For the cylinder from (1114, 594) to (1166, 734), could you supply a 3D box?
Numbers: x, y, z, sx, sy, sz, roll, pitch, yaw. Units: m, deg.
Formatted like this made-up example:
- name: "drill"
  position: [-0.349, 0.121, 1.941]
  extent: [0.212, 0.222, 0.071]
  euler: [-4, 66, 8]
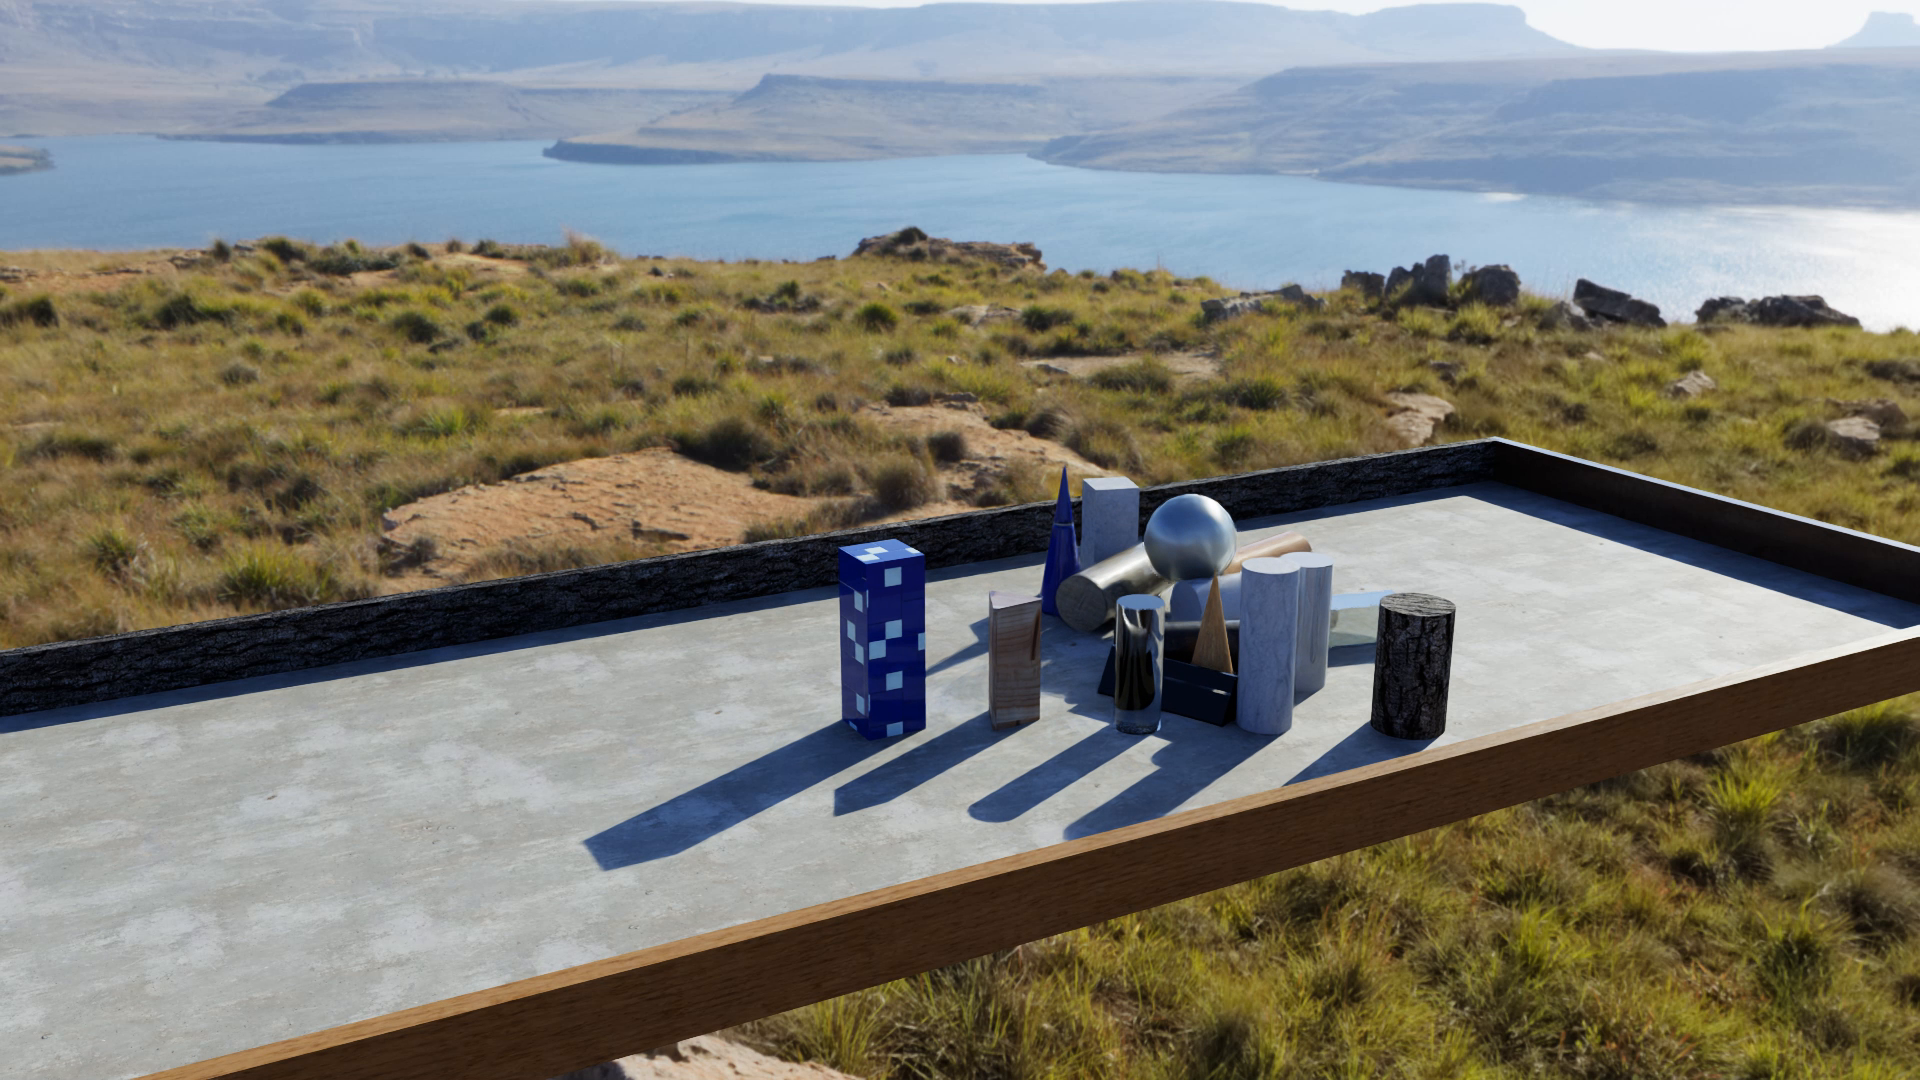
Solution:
- name: "cylinder"
  position: [0.415, 0.289, 3.829]
  extent: [0.112, 0.306, 0.112]
  euler: [0, 16, 0]

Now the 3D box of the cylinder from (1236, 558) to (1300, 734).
- name: "cylinder"
  position: [0.713, 0.245, 3.829]
  extent: [0.131, 0.389, 0.131]
  euler: [-1, 16, 0]

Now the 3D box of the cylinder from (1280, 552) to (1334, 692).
- name: "cylinder"
  position: [0.853, 0.202, 4.097]
  extent: [0.130, 0.321, 0.130]
  euler: [0, 16, 0]

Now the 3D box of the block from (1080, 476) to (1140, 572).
- name: "block"
  position: [0.444, -0.022, 4.893]
  extent: [0.133, 0.302, 0.133]
  euler: [-3, 17, -12]

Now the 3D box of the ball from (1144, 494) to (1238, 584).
- name: "ball"
  position: [0.636, 0.000, 4.543]
  extent: [0.253, 0.253, 0.253]
  euler: [0, 16, 0]

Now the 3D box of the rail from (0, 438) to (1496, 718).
- name: "rail"
  position: [-3.305, 0.497, 3.399]
  extent: [12.000, 0.150, 0.050]
  euler: [-9, 18, -27]

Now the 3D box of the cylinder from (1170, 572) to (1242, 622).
- name: "cylinder"
  position: [0.777, 0.170, 4.479]
  extent: [0.377, 0.167, 0.167]
  euler: [-7, 18, -22]

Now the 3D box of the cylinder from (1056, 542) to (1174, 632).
- name: "cylinder"
  position: [0.446, 0.126, 4.647]
  extent: [0.158, 0.158, 0.409]
  euler: [11, 20, 33]

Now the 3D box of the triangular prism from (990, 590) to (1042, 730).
- name: "triangular prism"
  position: [0.103, 0.277, 3.879]
  extent: [0.132, 0.301, 0.115]
  euler: [-11, 19, -32]

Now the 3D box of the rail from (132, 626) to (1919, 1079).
- name: "rail"
  position: [-2.336, 1.006, 1.665]
  extent: [12.000, 0.150, 0.050]
  euler: [-9, 18, -27]

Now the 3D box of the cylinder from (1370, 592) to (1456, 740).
- name: "cylinder"
  position: [1.051, 0.292, 3.830]
  extent: [0.170, 0.300, 0.170]
  euler: [0, 16, 0]

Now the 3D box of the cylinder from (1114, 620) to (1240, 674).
- name: "cylinder"
  position: [0.585, 0.272, 4.199]
  extent: [0.371, 0.130, 0.130]
  euler: [-1, 16, -4]

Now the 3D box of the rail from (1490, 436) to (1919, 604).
- name: "rail"
  position: [2.466, -0.048, 5.253]
  extent: [0.050, 0.150, 2.100]
  euler: [-9, 18, -27]

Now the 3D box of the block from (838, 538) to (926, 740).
- name: "block"
  position: [-0.180, 0.229, 3.822]
  extent: [0.147, 0.425, 0.147]
  euler: [-9, 19, -28]

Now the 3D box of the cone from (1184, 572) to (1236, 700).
- name: "cone"
  position: [0.620, 0.220, 4.040]
  extent: [0.127, 0.319, 0.127]
  euler: [0, 16, 0]

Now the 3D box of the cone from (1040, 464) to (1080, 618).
- name: "cone"
  position: [0.290, -0.010, 4.625]
  extent: [0.139, 0.430, 0.139]
  euler: [0, 16, 0]

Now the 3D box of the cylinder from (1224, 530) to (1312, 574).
- name: "cylinder"
  position: [0.846, 0.086, 4.806]
  extent: [0.433, 0.144, 0.144]
  euler: [-16, 22, -43]

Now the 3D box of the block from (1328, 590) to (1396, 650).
- name: "block"
  position: [1.012, 0.219, 4.414]
  extent: [0.373, 0.110, 0.110]
  euler: [-5, 17, -15]
